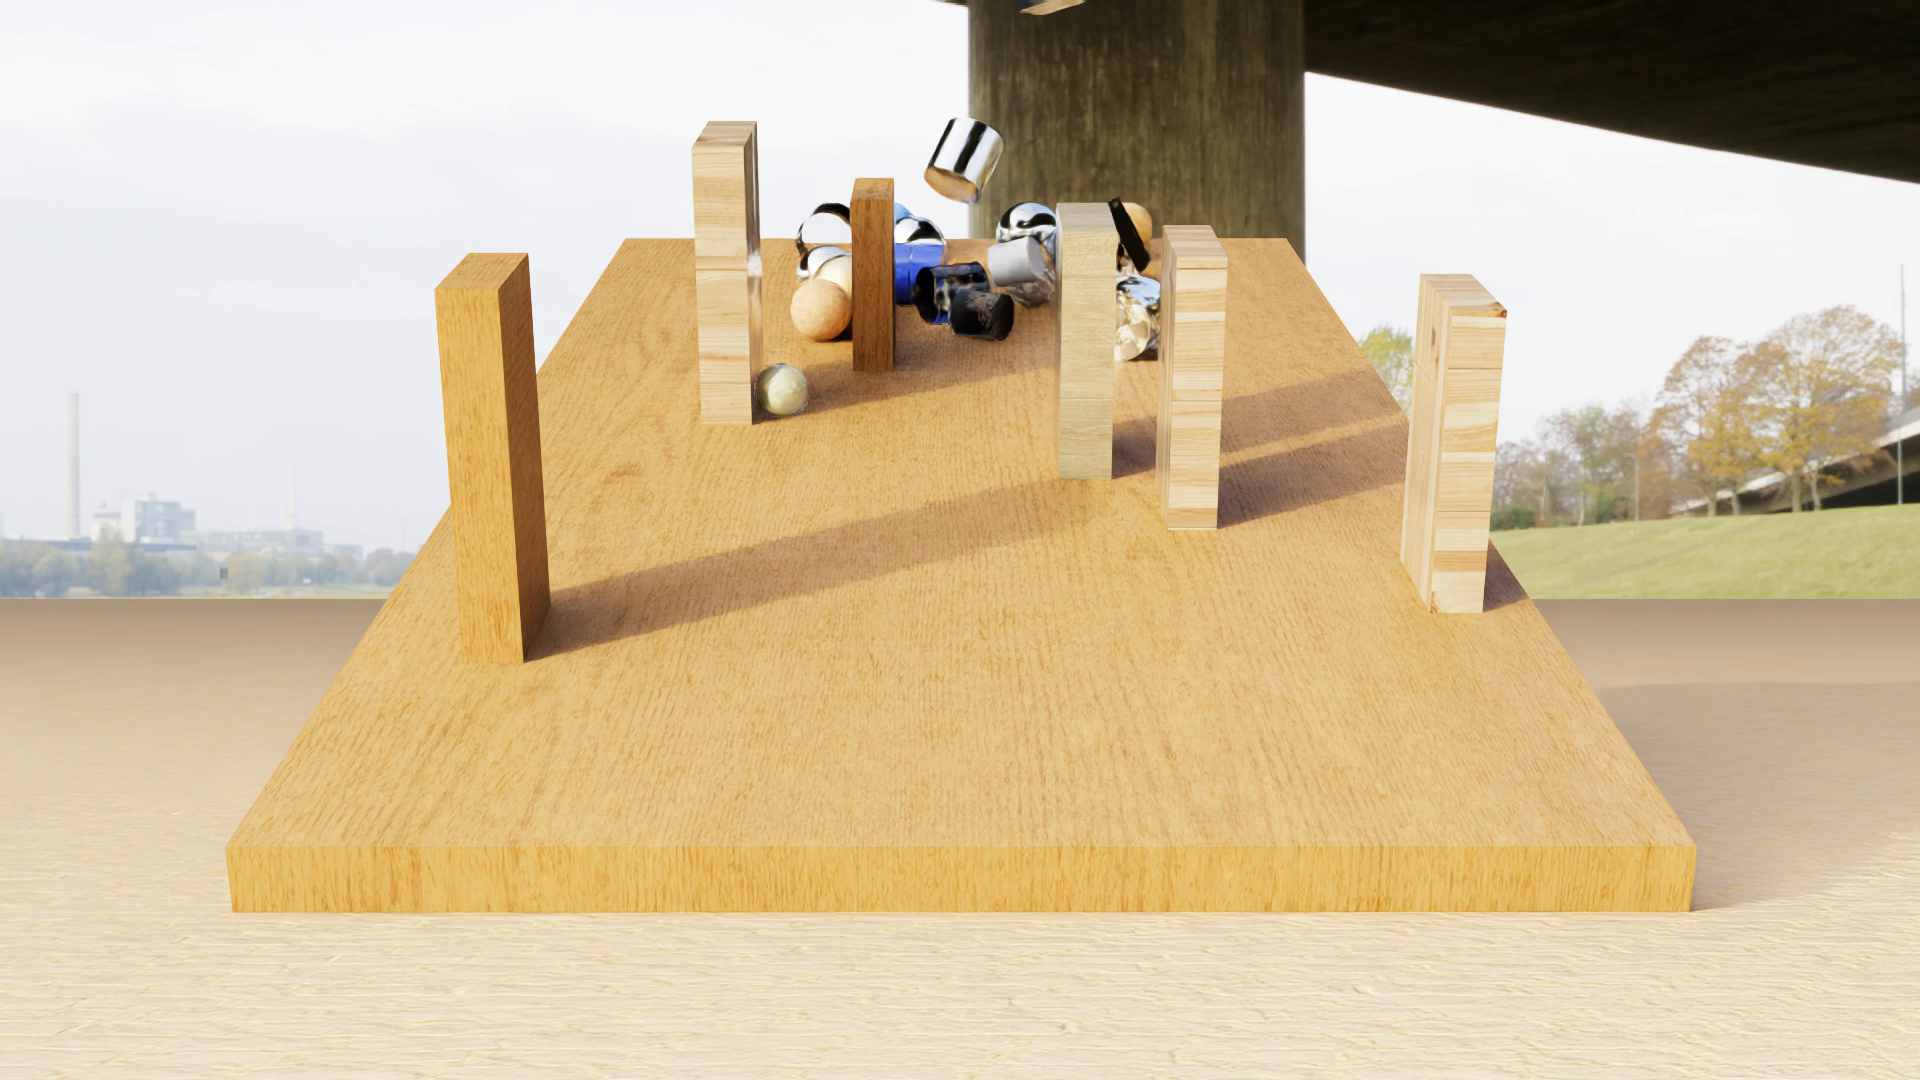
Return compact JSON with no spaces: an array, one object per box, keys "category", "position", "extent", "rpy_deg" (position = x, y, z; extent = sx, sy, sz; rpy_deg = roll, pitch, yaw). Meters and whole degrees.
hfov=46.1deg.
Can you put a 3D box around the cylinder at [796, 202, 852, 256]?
[{"category":"cylinder","position":[-0.374,-0.870,6.462],"extent":[0.165,0.165,0.165],"rpy_deg":[0,19,6]}]

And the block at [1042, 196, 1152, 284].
[{"category":"block","position":[0.368,-0.773,6.043],"extent":[0.194,0.194,0.194],"rpy_deg":[-24,11,21]}]

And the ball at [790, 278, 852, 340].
[{"category":"ball","position":[-0.347,-0.575,5.644],"extent":[0.154,0.154,0.154],"rpy_deg":[0,-1,0]}]

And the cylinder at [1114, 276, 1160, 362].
[{"category":"cylinder","position":[0.413,-0.543,5.527],"extent":[0.174,0.174,0.174],"rpy_deg":[-1,17,25]}]

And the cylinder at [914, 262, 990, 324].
[{"category":"cylinder","position":[-0.020,-0.640,5.838],"extent":[0.147,0.147,0.147],"rpy_deg":[-9,3,-24]}]

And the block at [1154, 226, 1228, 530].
[{"category":"block","position":[0.442,-0.316,4.354],"extent":[0.093,0.527,0.292],"rpy_deg":[0,19,0]}]

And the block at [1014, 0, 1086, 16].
[{"category":"block","position":[0.244,-1.573,6.362],"extent":[0.143,0.143,0.143],"rpy_deg":[-10,1,34]}]

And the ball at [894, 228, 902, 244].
[{"category":"ball","position":[-0.227,-0.844,6.451],"extent":[0.125,0.125,0.125],"rpy_deg":[0,-1,0]}]

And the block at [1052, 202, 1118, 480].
[{"category":"block","position":[0.254,-0.413,4.651],"extent":[0.107,0.510,0.299],"rpy_deg":[0,19,0]}]

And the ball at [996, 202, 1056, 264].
[{"category":"ball","position":[0.198,-0.864,6.408],"extent":[0.191,0.191,0.191],"rpy_deg":[0,-1,0]}]

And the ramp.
[{"category":"ramp","position":[-0.005,-0.202,4.969],"extent":[2.000,0.100,4.000],"rpy_deg":[0,19,0]}]

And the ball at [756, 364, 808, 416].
[{"category":"ball","position":[-0.395,-0.334,5.015],"extent":[0.117,0.117,0.117],"rpy_deg":[0,-1,0]}]

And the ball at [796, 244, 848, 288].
[{"category":"ball","position":[-0.350,-0.694,5.957],"extent":[0.169,0.169,0.169],"rpy_deg":[0,-1,0]}]

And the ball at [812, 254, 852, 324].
[{"category":"ball","position":[-0.296,-0.643,5.799],"extent":[0.179,0.179,0.179],"rpy_deg":[0,-1,0]}]

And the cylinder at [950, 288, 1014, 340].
[{"category":"cylinder","position":[0.057,-0.567,5.675],"extent":[0.117,0.117,0.117],"rpy_deg":[12,5,29]}]

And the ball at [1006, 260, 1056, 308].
[{"category":"ball","position":[0.189,-0.683,5.979],"extent":[0.136,0.136,0.136],"rpy_deg":[0,-1,0]}]

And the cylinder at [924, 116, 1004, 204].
[{"category":"cylinder","position":[0.010,-1.031,6.138],"extent":[0.167,0.167,0.167],"rpy_deg":[22,-18,8]}]

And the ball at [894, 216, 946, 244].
[{"category":"ball","position":[-0.126,-0.796,6.160],"extent":[0.176,0.176,0.176],"rpy_deg":[0,-1,0]}]

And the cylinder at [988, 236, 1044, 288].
[{"category":"cylinder","position":[0.144,-0.715,5.810],"extent":[0.111,0.111,0.111],"rpy_deg":[-11,-5,23]}]

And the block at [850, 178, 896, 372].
[{"category":"block","position":[-0.208,-0.645,5.453],"extent":[0.095,0.412,0.283],"rpy_deg":[0,19,0]}]

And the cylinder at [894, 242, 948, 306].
[{"category":"cylinder","position":[-0.123,-0.706,6.000],"extent":[0.163,0.163,0.163],"rpy_deg":[2,-1,7]}]

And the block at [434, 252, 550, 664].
[{"category":"block","position":[-0.760,-0.136,3.696],"extent":[0.098,0.621,0.267],"rpy_deg":[0,19,0]}]

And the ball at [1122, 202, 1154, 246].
[{"category":"ball","position":[0.490,-0.914,6.613],"extent":[0.151,0.151,0.151],"rpy_deg":[0,-1,0]}]

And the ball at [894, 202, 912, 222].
[{"category":"ball","position":[-0.203,-0.913,6.569],"extent":[0.143,0.143,0.143],"rpy_deg":[0,-1,0]}]

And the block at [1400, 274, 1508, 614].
[{"category":"block","position":[0.855,-0.172,3.934],"extent":[0.090,0.534,0.274],"rpy_deg":[0,19,0]}]

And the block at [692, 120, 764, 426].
[{"category":"block","position":[-0.513,-0.599,5.028],"extent":[0.110,0.609,0.361],"rpy_deg":[0,19,0]}]
